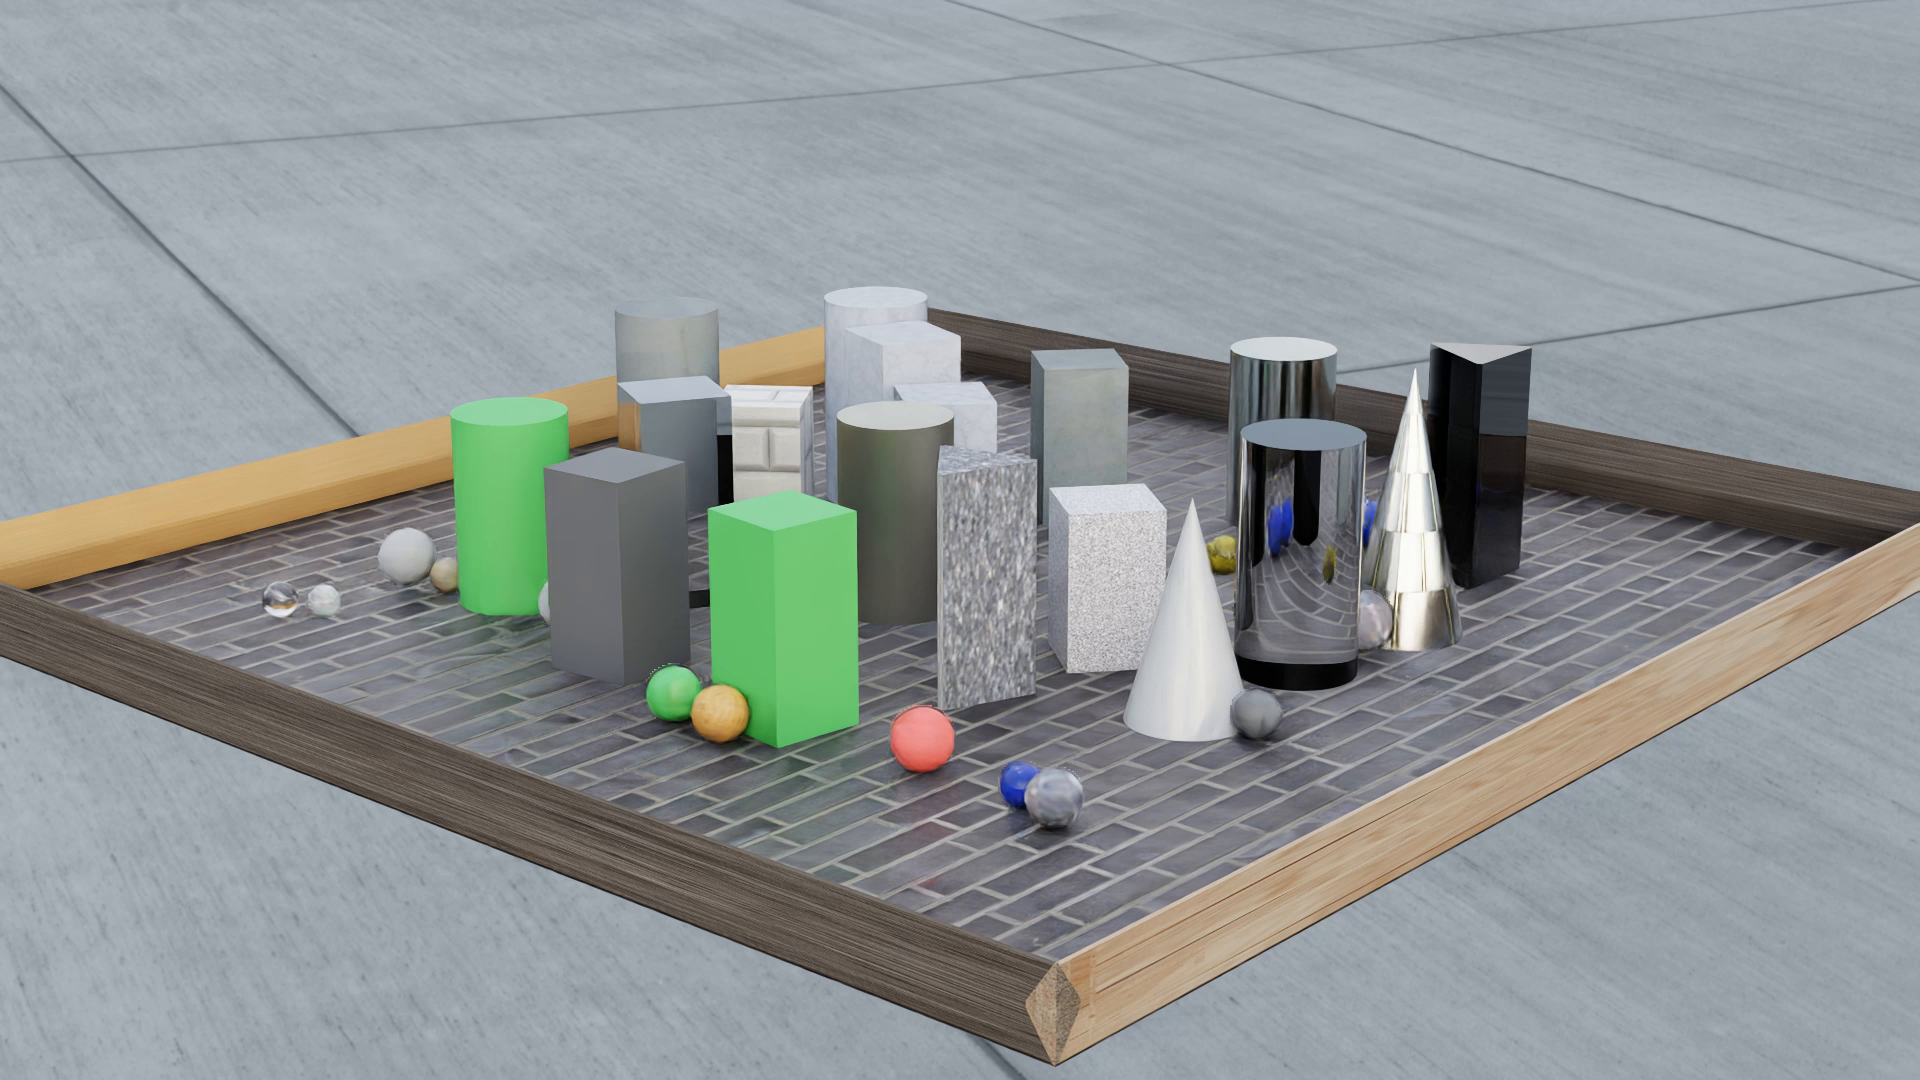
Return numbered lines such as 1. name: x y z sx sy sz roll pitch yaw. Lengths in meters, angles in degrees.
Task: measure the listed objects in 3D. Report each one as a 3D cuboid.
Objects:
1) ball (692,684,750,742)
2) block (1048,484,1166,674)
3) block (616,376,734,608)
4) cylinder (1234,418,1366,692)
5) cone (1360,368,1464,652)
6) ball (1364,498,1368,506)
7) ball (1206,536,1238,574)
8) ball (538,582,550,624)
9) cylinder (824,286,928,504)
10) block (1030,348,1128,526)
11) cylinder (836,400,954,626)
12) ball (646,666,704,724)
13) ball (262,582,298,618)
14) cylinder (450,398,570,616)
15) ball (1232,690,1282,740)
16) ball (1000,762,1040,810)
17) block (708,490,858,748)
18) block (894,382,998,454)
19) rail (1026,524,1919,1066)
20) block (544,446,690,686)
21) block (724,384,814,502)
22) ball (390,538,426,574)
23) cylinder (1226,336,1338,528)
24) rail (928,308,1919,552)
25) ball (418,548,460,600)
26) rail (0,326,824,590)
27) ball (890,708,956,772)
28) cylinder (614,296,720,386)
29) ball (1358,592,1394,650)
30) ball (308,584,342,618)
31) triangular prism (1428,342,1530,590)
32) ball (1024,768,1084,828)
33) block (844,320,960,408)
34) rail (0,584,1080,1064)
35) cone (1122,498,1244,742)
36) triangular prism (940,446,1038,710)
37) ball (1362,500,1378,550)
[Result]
1. ball: -0.362 0.262 4.431 0.087 0.087 0.087 0 17 0
2. block: 0.239 0.061 4.790 0.160 0.267 0.160 -3 17 -9
3. block: -0.491 -0.081 5.081 0.160 0.371 0.160 -6 18 -20
4. cylinder: 0.543 0.022 4.697 0.200 0.396 0.200 0 17 0
5. cone: 0.747 -0.065 4.875 0.200 0.459 0.200 0 17 0
6. ball: 0.720 -0.045 5.443 0.093 0.093 0.093 0 17 0
7. ball: 0.473 0.027 5.243 0.071 0.071 0.071 0 17 0
8. ball: -0.661 0.105 4.938 0.098 0.098 0.098 0 17 0
9. cylinder: -0.162 -0.278 5.695 0.200 0.395 0.200 0 17 0
10. block: 0.226 -0.198 5.590 0.160 0.302 0.160 -2 17 -7
11. cylinder: -0.110 -0.048 5.022 0.200 0.342 0.200 0 17 0
12. ball: -0.440 0.237 4.517 0.089 0.089 0.089 0 17 0
13. ball: -1.163 0.101 5.013 0.062 0.062 0.062 0 17 0
14. cylinder: -0.772 -0.059 5.069 0.200 0.337 0.200 0 17 0
15. ball: 0.450 0.265 4.444 0.076 0.076 0.076 0 17 0
16. ball: 0.090 0.351 4.178 0.066 0.066 0.066 0 17 0
17. block: -0.268 0.118 4.473 0.160 0.341 0.160 -14 22 -40
18. block: -0.027 -0.105 5.244 0.160 0.323 0.160 -3 17 -9
19. rail: 0.936 0.267 4.342 0.045 0.130 2.570 14 22 39
20. block: -0.552 0.041 4.738 0.160 0.337 0.160 12 21 35
21. block: -0.359 -0.126 5.380 0.160 0.285 0.160 2 17 5
22. ball: -0.971 0.029 5.154 0.062 0.062 0.062 0 17 0
23. cylinder: 0.606 -0.199 5.539 0.200 0.333 0.200 0 17 0
24. rail: 0.827 -0.242 6.032 2.527 0.130 0.045 14 22 39
25. ball: -0.898 0.062 5.141 0.099 0.099 0.099 0 17 0
26. rail: -0.936 -0.202 5.898 0.045 0.130 2.570 14 22 39
27. ball: -0.055 0.294 4.313 0.096 0.096 0.096 0 17 0
28. cylinder: -0.568 -0.273 5.721 0.200 0.370 0.200 0 17 0
29. ball: 0.664 0.134 4.821 0.096 0.096 0.096 0 17 0
30. ball: -1.086 0.105 5.008 0.057 0.057 0.057 0 17 0
31. triangular prism: 0.894 -0.141 5.216 0.150 0.408 0.173 14 22 38
32. ball: 0.132 0.362 4.111 0.083 0.083 0.083 0 17 0
33. block: -0.107 -0.201 5.462 0.160 0.381 0.160 -9 19 -27
34. rail: -0.827 0.307 4.208 2.527 0.130 0.045 14 22 39
35. cone: 0.352 0.106 4.486 0.200 0.357 0.200 0 17 0
36. triangular prism: 0.009 0.052 4.621 0.173 0.381 0.150 -9 19 -27
37. ball: 0.769 -0.023 5.358 0.100 0.100 0.100 0 17 0
